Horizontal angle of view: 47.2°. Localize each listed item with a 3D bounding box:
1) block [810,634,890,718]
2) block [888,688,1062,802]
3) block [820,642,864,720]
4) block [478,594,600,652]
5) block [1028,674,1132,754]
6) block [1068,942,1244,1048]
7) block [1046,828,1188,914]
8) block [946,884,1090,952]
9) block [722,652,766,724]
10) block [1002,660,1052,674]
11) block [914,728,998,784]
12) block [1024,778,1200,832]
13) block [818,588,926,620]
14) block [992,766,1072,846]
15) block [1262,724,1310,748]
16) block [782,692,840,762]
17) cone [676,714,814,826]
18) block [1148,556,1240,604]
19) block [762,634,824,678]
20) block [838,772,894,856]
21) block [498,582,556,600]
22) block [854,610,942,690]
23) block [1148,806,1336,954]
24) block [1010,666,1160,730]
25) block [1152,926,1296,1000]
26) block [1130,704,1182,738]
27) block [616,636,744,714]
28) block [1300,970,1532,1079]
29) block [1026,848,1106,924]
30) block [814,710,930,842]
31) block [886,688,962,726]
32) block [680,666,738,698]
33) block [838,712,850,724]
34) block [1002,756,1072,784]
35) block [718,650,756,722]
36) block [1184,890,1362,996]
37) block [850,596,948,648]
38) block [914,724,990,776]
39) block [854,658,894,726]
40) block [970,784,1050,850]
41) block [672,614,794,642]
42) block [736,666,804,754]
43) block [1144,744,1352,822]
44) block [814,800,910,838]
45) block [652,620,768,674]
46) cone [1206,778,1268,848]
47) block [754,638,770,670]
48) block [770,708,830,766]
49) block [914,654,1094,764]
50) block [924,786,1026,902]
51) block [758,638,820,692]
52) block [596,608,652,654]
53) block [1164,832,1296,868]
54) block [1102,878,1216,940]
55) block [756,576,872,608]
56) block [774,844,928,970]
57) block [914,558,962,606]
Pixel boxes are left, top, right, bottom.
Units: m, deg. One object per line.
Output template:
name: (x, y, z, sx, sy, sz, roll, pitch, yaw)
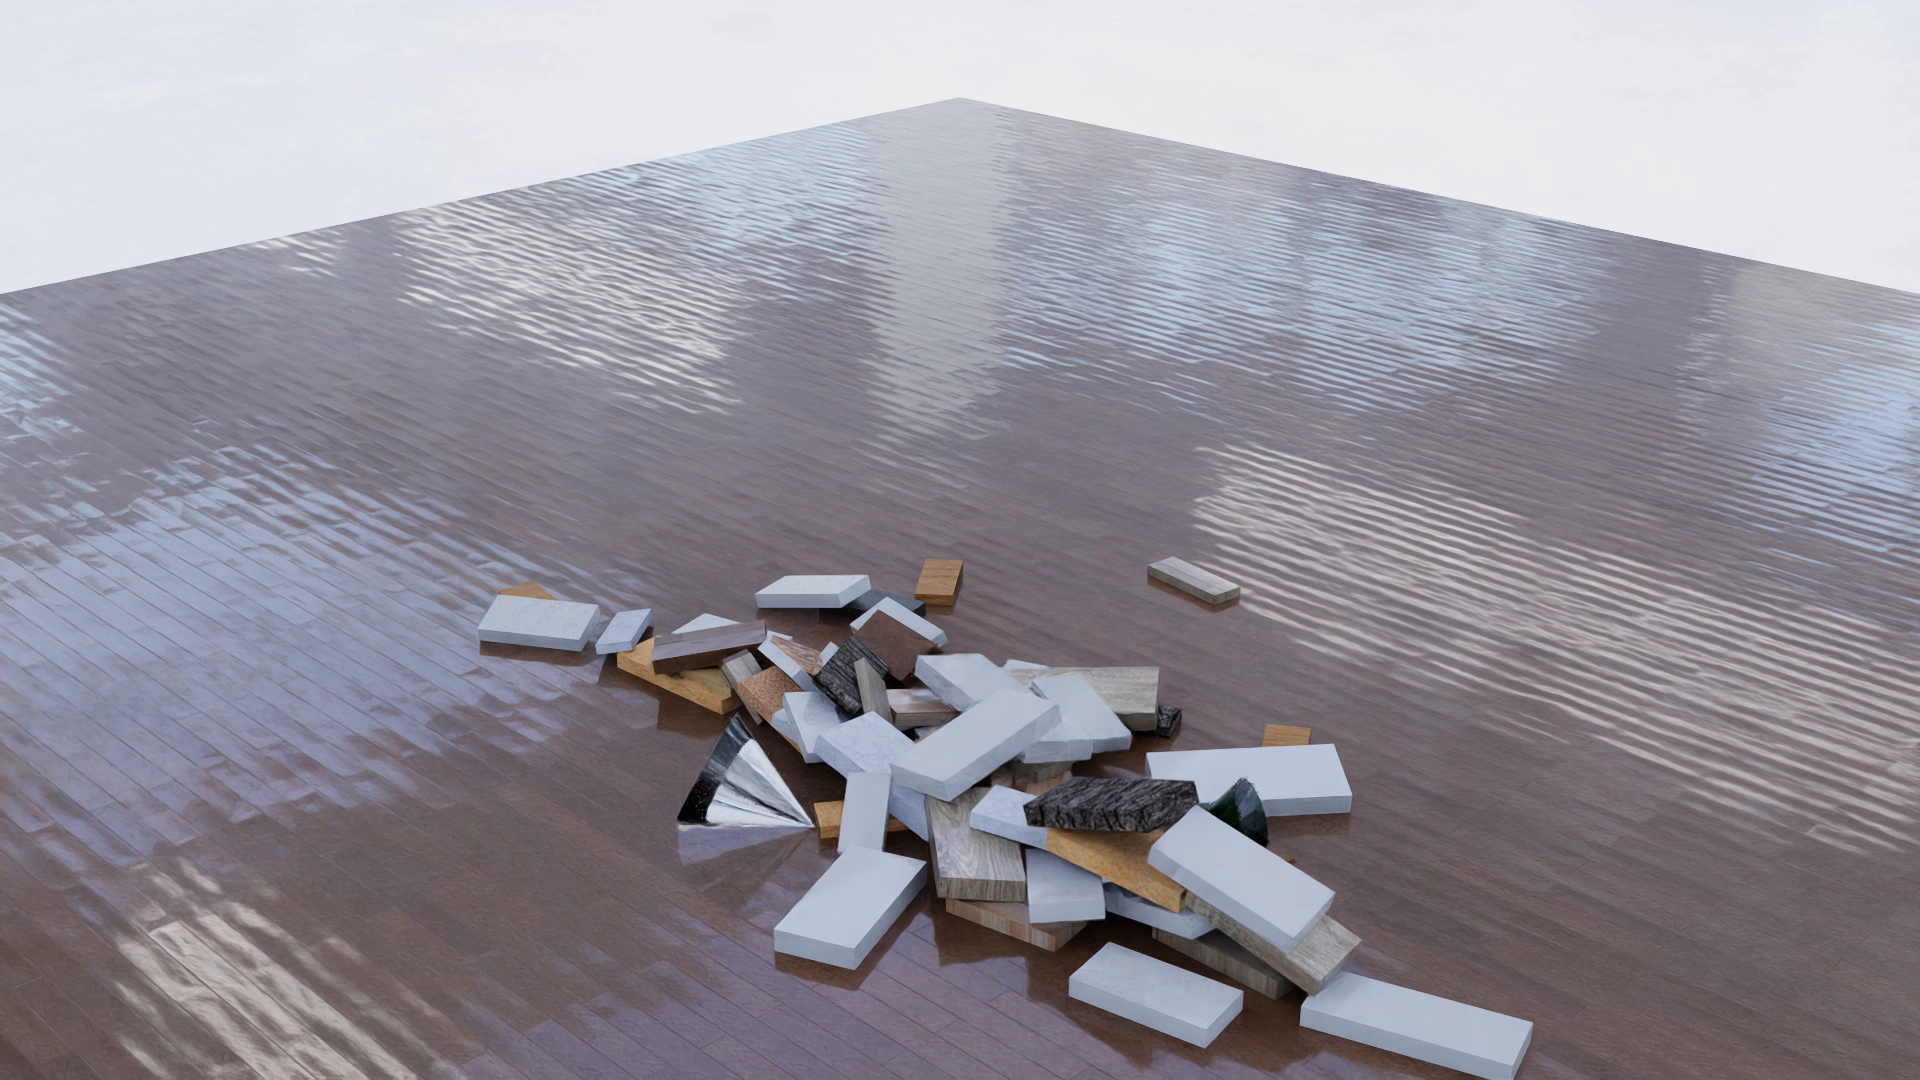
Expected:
block: (-0.236, 0.293, 4.796, 0.116, 0.033, 0.389, 42, 11, -1)
block: (0.033, 0.405, 4.393, 0.323, 0.046, 0.162, -31, 29, -34)
block: (-0.233, 0.332, 4.834, 0.127, 0.036, 0.284, 38, 12, -21)
block: (-0.997, 0.196, 5.211, 0.256, 0.036, 0.128, 5, 39, 13)
block: (0.255, 0.368, 4.672, 0.121, 0.034, 0.241, -4, 31, -27)
block: (0.342, 0.793, 3.843, 0.272, 0.039, 0.136, 15, 27, 31)
block: (0.323, 0.582, 4.056, 0.299, 0.042, 0.149, 22, 30, 34)
block: (0.107, 0.688, 4.096, 0.241, 0.034, 0.121, 15, 27, 32)
block: (-0.452, 0.326, 4.829, 0.076, 0.022, 0.152, -23, 73, -44)
block: (0.197, 0.326, 4.950, 0.231, 0.033, 0.116, 10, 25, 22)
block: (-0.022, 0.455, 4.567, 0.101, 0.029, 0.202, -31, 31, -31)
block: (0.278, 0.488, 4.071, 0.299, 0.042, 0.149, -4, 13, 45)
block: (-0.213, 0.161, 5.338, 0.234, 0.033, 0.117, 13, 26, 29)
block: (0.146, 0.517, 4.482, 0.164, 0.047, 0.329, 0, 23, 1)
block: (0.688, 0.450, 4.665, 0.096, 0.027, 0.192, 5, 23, 11)
block: (-0.300, 0.389, 4.590, 0.095, 0.027, 0.191, -1, 37, -22)
cone: (-0.398, 0.515, 4.405, 0.248, 0.248, 0.248, 29, 26, 0)
block: (0.583, 0.100, 5.493, 0.088, 0.025, 0.239, -17, 28, -35)
block: (-0.358, 0.277, 4.983, 0.167, 0.024, 0.084, 21, 35, -4)
block: (-0.185, 0.541, 4.327, 0.088, 0.025, 0.176, -1, 56, 11)
block: (-1.040, 0.156, 5.359, 0.094, 0.027, 0.189, -16, 28, -33)
block: (-0.154, 0.250, 5.053, 0.117, 0.033, 0.234, -47, 40, -13)
block: (0.499, 0.600, 3.913, 0.299, 0.042, 0.149, 31, 42, 23)
block: (0.268, 0.347, 4.805, 0.329, 0.047, 0.164, -1, 34, 10)
block: (0.503, 0.731, 3.987, 0.284, 0.040, 0.142, 21, 31, 40)
block: (0.380, 0.386, 4.816, 0.192, 0.027, 0.096, 8, 24, 19)
block: (-0.614, 0.304, 4.997, 0.356, 0.036, 0.128, 19, 30, 38)
block: (0.779, 0.828, 3.761, 0.365, 0.039, 0.136, 11, 26, 25)
block: (0.194, 0.637, 4.087, 0.136, 0.039, 0.272, -4, 13, 1)
block: (-0.123, 0.476, 4.457, 0.329, 0.047, 0.164, 35, 34, 29)
block: (-0.064, 0.364, 4.795, 0.231, 0.033, 0.116, 1, 21, -30)
block: (-0.540, 0.304, 4.922, 0.167, 0.024, 0.084, 19, 29, 37)
block: (-0.217, 0.439, 4.598, 0.191, 0.027, 0.095, 35, 39, 27)
block: (0.126, 0.443, 4.562, 0.101, 0.029, 0.202, -20, 30, -39)
block: (-0.462, 0.319, 4.858, 0.076, 0.022, 0.152, -24, 74, -44)
block: (0.553, 0.676, 3.898, 0.283, 0.040, 0.142, 34, 43, 26)
block: (-0.145, 0.218, 5.150, 0.117, 0.033, 0.234, -37, 37, -20)
block: (-0.018, 0.450, 4.663, 0.101, 0.029, 0.202, -8, 24, -17)
block: (-0.181, 0.338, 4.683, 0.025, 0.088, 0.175, -29, 37, 11)
block: (0.153, 0.541, 4.215, 0.241, 0.034, 0.121, 14, 25, 21)
block: (-0.533, 0.239, 5.151, 0.257, 0.036, 0.128, 13, 26, 28)
block: (-0.369, 0.367, 4.748, 0.217, 0.031, 0.108, 41, 41, 23)
block: (0.587, 0.495, 4.494, 0.394, 0.046, 0.162, -2, 35, -5)
block: (-0.192, 0.555, 4.419, 0.191, 0.027, 0.095, -4, 23, -10)
block: (-0.563, 0.242, 4.968, 0.255, 0.036, 0.127, -9, 22, -2)
cone: (0.511, 0.561, 4.355, 0.146, 0.146, 0.146, -20, 14, 25)
block: (-0.497, 0.250, 5.041, 0.189, 0.027, 0.095, 13, 30, 24)
block: (-0.283, 0.414, 4.661, 0.217, 0.031, 0.108, 31, 37, 23)
block: (0.088, 0.352, 4.674, 0.161, 0.046, 0.487, 0, 19, -30)
block: (0.026, 0.577, 4.212, 0.161, 0.046, 0.322, 4, 25, -8)
block: (-0.363, 0.293, 4.821, 0.031, 0.108, 0.217, -46, 28, -8)
block: (-0.789, 0.214, 5.173, 0.084, 0.024, 0.241, -7, 16, 6)
block: (0.467, 0.604, 4.196, 0.323, 0.046, 0.162, 8, -1, 19)
block: (0.381, 0.660, 4.055, 0.142, 0.040, 0.283, -19, 16, -33)
block: (-0.358, 0.125, 5.344, 0.255, 0.036, 0.127, -1, 19, 34)
block: (-0.200, 0.680, 4.099, 0.161, 0.046, 0.322, 9, 25, 21)
block: (-0.052, 0.104, 5.482, 0.094, 0.027, 0.215, 3, 23, 6)
